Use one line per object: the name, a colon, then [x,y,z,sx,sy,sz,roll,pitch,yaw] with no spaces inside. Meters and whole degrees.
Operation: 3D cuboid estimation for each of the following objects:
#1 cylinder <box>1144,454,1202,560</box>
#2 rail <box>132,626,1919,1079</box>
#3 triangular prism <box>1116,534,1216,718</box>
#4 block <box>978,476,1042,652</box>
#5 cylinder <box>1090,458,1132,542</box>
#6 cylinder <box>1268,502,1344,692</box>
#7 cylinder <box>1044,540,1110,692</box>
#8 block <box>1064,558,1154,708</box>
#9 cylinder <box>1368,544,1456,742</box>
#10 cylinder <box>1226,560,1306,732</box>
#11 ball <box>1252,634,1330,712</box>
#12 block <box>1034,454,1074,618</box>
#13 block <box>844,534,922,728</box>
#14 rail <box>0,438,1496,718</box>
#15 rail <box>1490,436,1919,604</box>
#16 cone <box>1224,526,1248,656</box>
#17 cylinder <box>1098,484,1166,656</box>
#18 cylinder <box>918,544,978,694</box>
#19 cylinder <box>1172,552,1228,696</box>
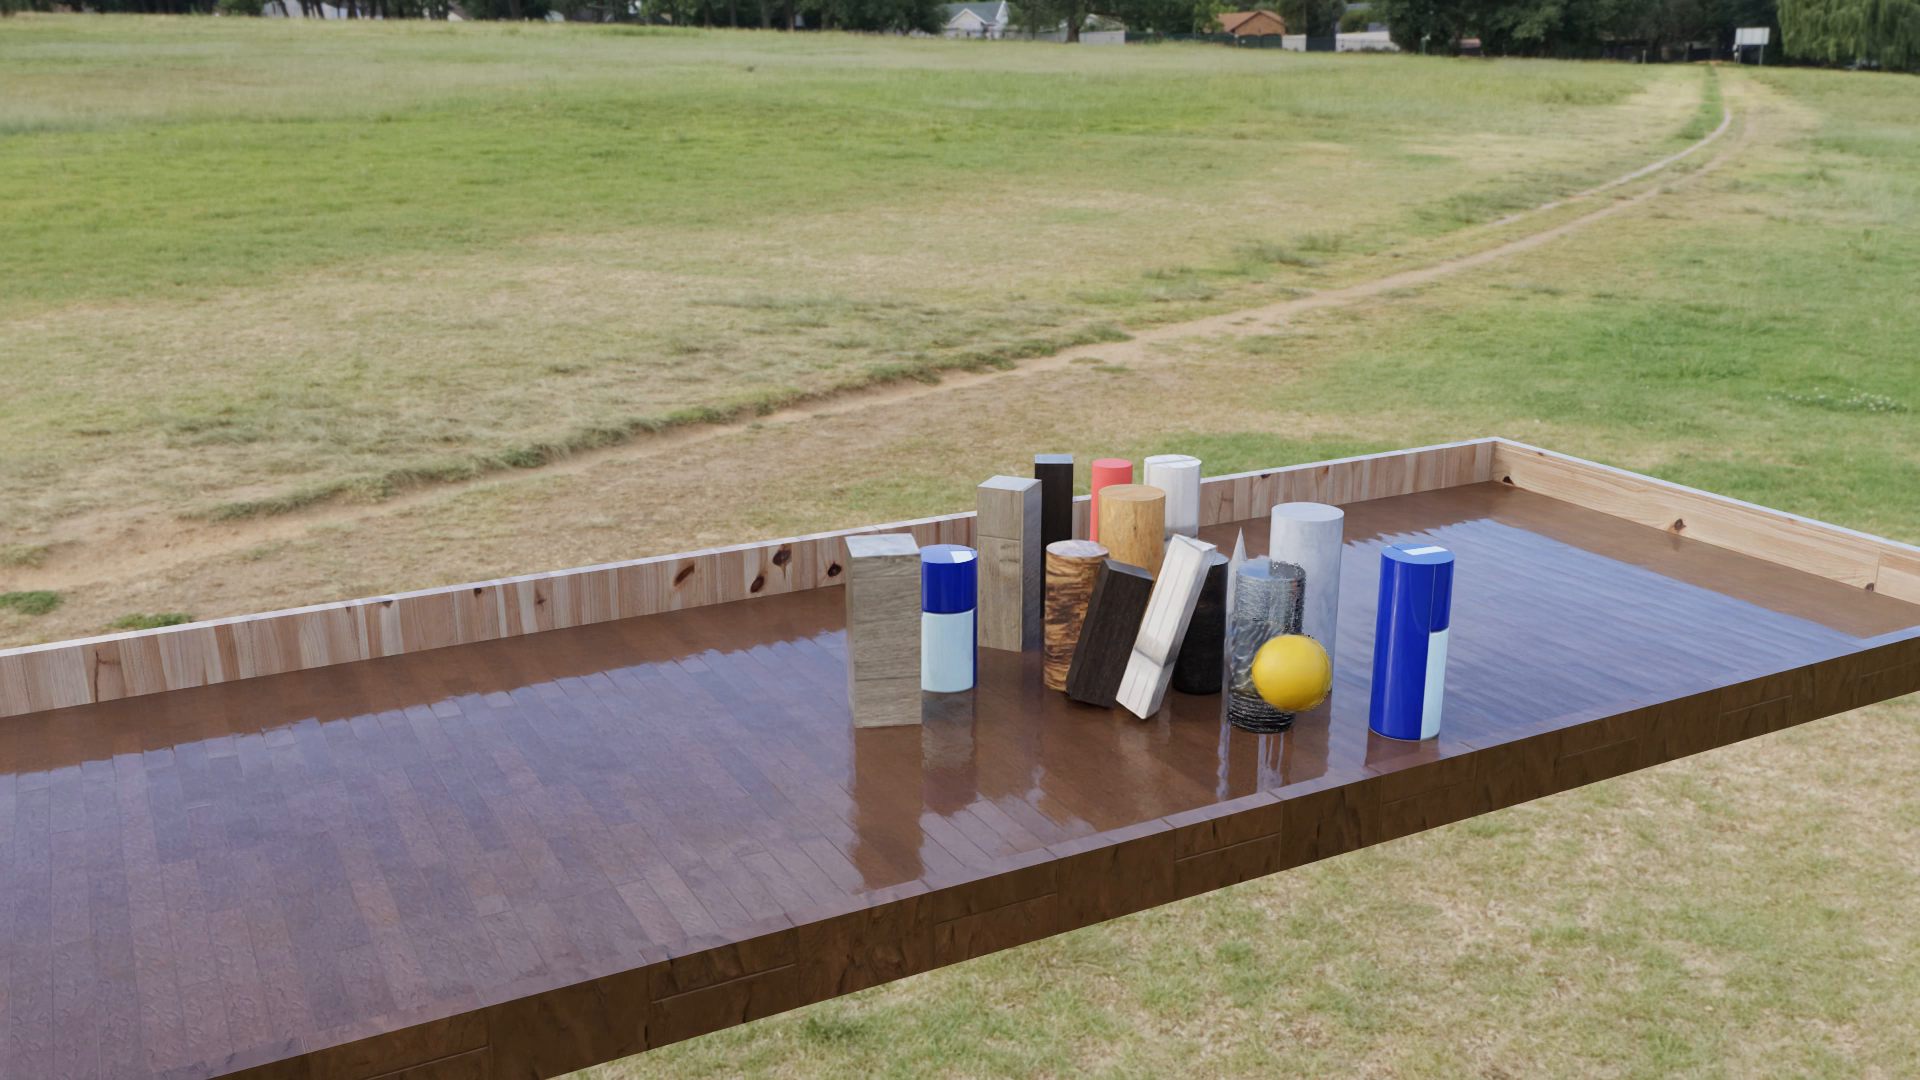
cylinder: [0.585,-0.006,4.596,0.156,0.440,0.156,0,16,0]
rail: [-2.336,1.006,1.665,12.000,0.150,0.050,-9,18,-27]
triangular prism: [0.475,0.200,3.880,0.092,0.427,0.106,23,15,22]
block: [0.130,0.062,4.368,0.129,0.439,0.129,7,18,23]
cylinder: [0.441,-0.042,4.829,0.118,0.377,0.118,0,16,0]
cylinder: [0.846,0.144,4.075,0.174,0.445,0.174,0,16,0]
cylinder: [0.288,0.188,4.094,0.156,0.347,0.156,0,15,0]
block: [0.357,0.224,3.970,0.110,0.329,0.110,15,12,-7]
cylinder: [1.039,0.235,3.801,0.162,0.425,0.162,0,16,0]
cylinder: [0.714,0.247,3.854,0.158,0.368,0.158,1,15,0]
ball: [0.736,0.295,3.667,0.172,0.172,0.172,0,16,0]
block: [0.258,-0.009,4.594,0.104,0.446,0.104,0,16,1]
block: [-0.180,0.212,3.877,0.157,0.422,0.157,-3,18,-10]
rail: [-3.305,0.497,3.399,12.000,0.150,0.050,-9,18,-27]
rail: [2.466,-0.048,5.253,0.050,0.150,2.100,-9,18,-27]
cone: [0.730,0.125,4.331,0.145,0.337,0.145,0,16,0]
cylinder: [0.447,0.078,4.344,0.174,0.420,0.174,0,16,0]
cylinder: [-0.037,0.195,4.099,0.163,0.335,0.163,0,16,0]
cylinder: [0.592,0.204,4.069,0.127,0.334,0.127,0,16,0]
